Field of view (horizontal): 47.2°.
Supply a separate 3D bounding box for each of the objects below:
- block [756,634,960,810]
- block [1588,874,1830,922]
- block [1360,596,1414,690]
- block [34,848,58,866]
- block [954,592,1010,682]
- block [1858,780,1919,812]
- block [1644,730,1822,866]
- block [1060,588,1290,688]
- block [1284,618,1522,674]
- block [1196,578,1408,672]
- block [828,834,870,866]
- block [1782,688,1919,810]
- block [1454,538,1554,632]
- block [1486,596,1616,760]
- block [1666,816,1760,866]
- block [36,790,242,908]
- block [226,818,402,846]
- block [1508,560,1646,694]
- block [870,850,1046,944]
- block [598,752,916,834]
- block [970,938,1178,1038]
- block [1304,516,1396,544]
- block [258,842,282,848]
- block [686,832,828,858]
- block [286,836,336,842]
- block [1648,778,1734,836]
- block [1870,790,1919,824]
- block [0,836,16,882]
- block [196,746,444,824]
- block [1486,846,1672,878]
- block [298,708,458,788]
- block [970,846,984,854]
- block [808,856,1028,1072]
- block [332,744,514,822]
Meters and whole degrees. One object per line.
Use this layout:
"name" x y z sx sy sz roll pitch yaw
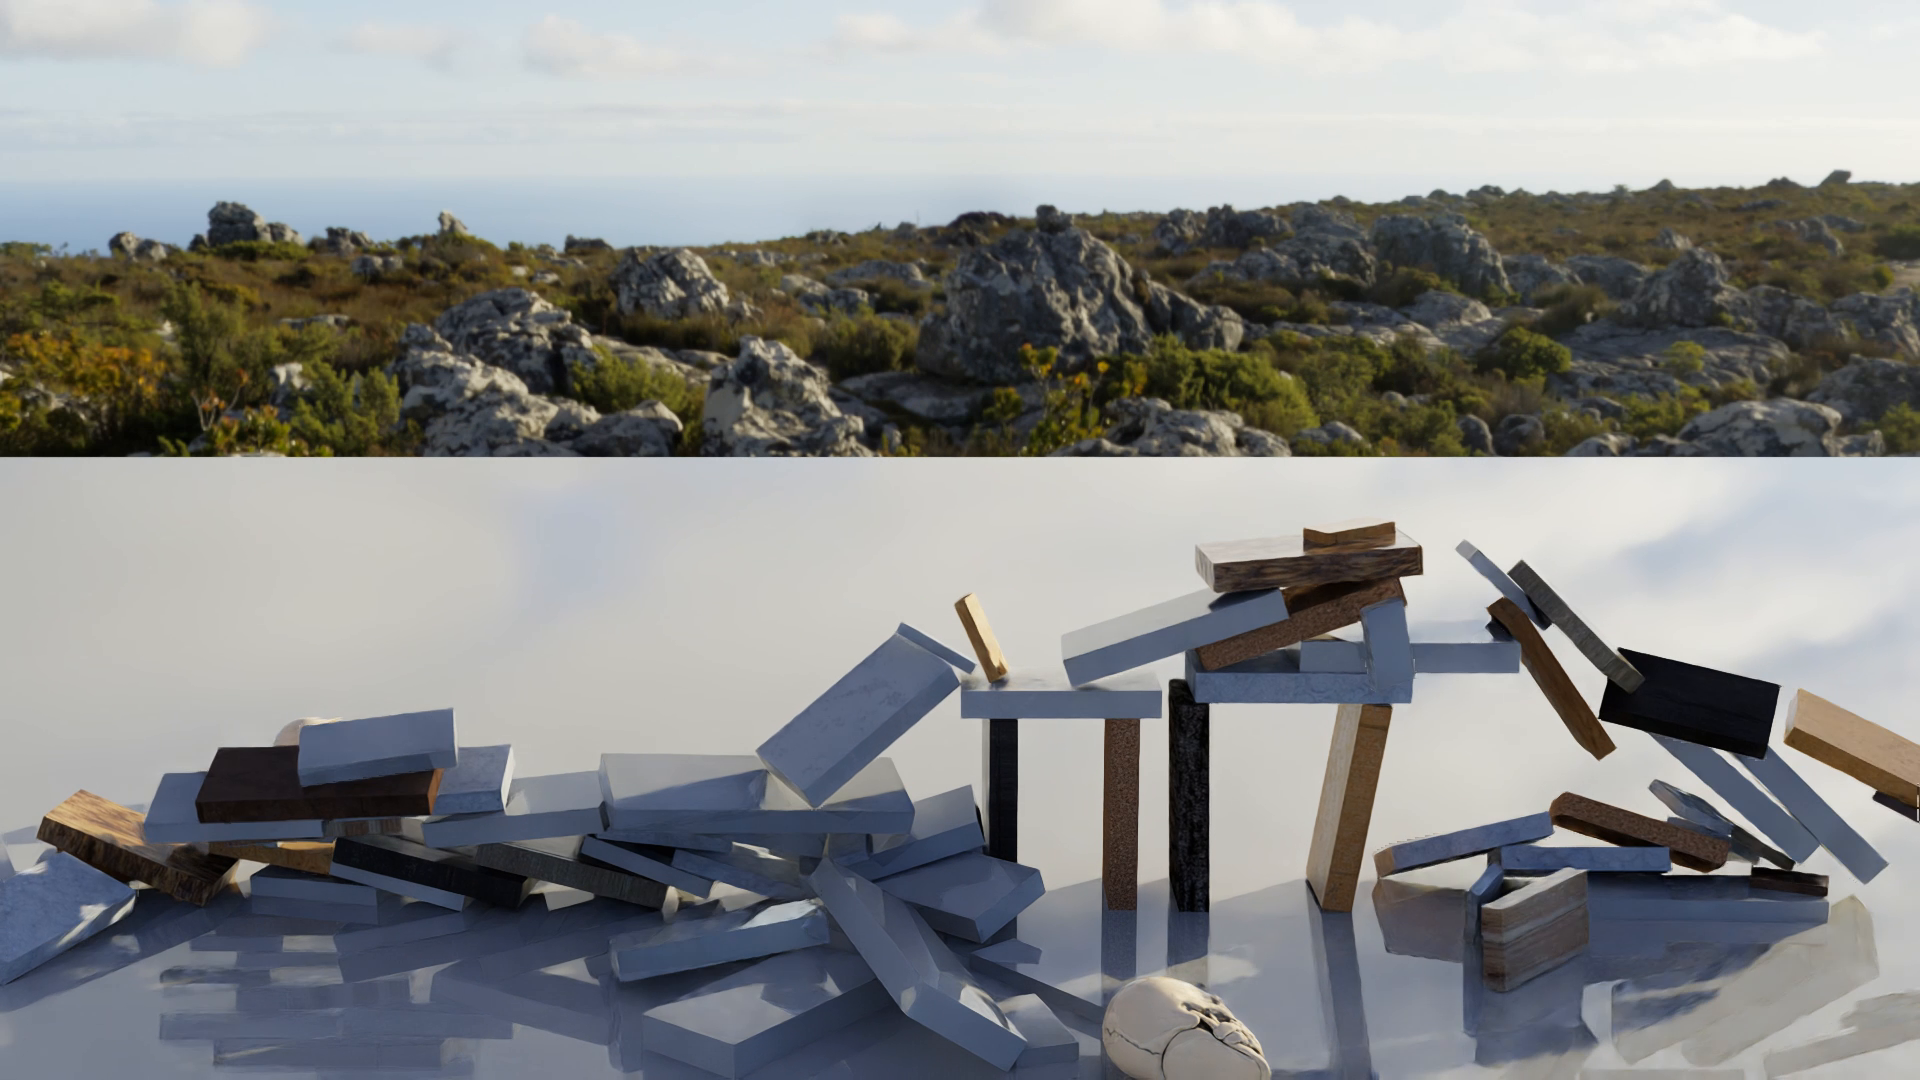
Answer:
"block" -0.166 0.288 3.564 0.312 0.044 0.156 -40 38 -16
"block" 1.192 0.585 3.598 0.410 0.035 0.124 0 11 2
"block" 0.672 0.162 3.457 0.068 0.135 0.019 -18 20 -16
"block" -1.478 0.546 3.704 0.136 0.019 0.068 6 14 -8
"block" 0.036 0.159 3.595 0.020 0.140 0.070 -24 2 17
"block" 1.533 0.402 3.604 0.120 0.017 0.060 27 30 12
"block" 1.282 0.399 3.705 0.353 0.050 0.176 42 8 12
"block" 0.344 0.141 3.570 0.362 0.048 0.168 -18 10 5
"block" 0.719 0.172 3.599 0.353 0.050 0.176 1 11 -1
"block" 0.545 0.120 3.587 0.336 0.048 0.168 -19 10 2
"block" -0.183 0.497 3.612 0.065 0.018 0.130 -18 17 3
"block" 1.483 0.346 3.597 0.261 0.037 0.131 27 34 10
"block" 0.908 0.075 3.670 0.181 0.026 0.090 42 7 -9
"block" 0.979 0.228 3.645 0.037 0.281 0.131 -35 9 5
"block" 1.266 0.506 3.698 0.150 0.021 0.075 27 -12 -25
"block" -1.364 0.512 3.664 0.293 0.041 0.146 23 11 -3
"block" -1.056 0.435 3.610 0.274 0.039 0.137 -4 28 -10
"block" 1.012 0.141 3.614 0.124 0.035 0.248 29 19 -46
"block" -0.026 0.560 3.543 0.304 0.043 0.152 6 30 46
"block" -0.329 0.411 3.563 0.491 0.044 0.156 3 28 -20
"block" 0.163 0.656 3.241 0.090 0.026 0.344 -9 14 -41
"block" 0.639 -0.016 3.609 0.135 0.019 0.068 -9 12 -25
"block" -1.212 0.473 3.711 0.176 0.025 0.088 7 26 11
"block" -0.380 0.452 3.635 0.304 0.043 0.152 13 10 -14
"block" -1.122 0.467 3.671 0.176 0.025 0.088 2 27 1
"block" 1.206 0.441 3.626 0.150 0.021 0.075 22 18 -36
"block" 1.534 0.441 3.552 0.120 0.017 0.060 29 4 21
"block" -1.593 0.573 3.566 0.122 0.034 0.376 -7 18 -30
"block" -1.019 0.386 3.520 0.361 0.041 0.146 -2 30 -2
"block" 1.031 0.539 3.675 0.274 0.039 0.137 0 -13 4
"block" -0.935 0.332 3.536 0.243 0.034 0.122 -7 30 -10
"block" 0.007 0.557 3.643 0.070 0.020 0.325 -1 20 -3
"block" -0.073 0.605 3.197 0.175 0.050 0.553 34 -1 -20
"block" -0.875 0.396 3.589 0.274 0.039 0.137 -4 27 -1
